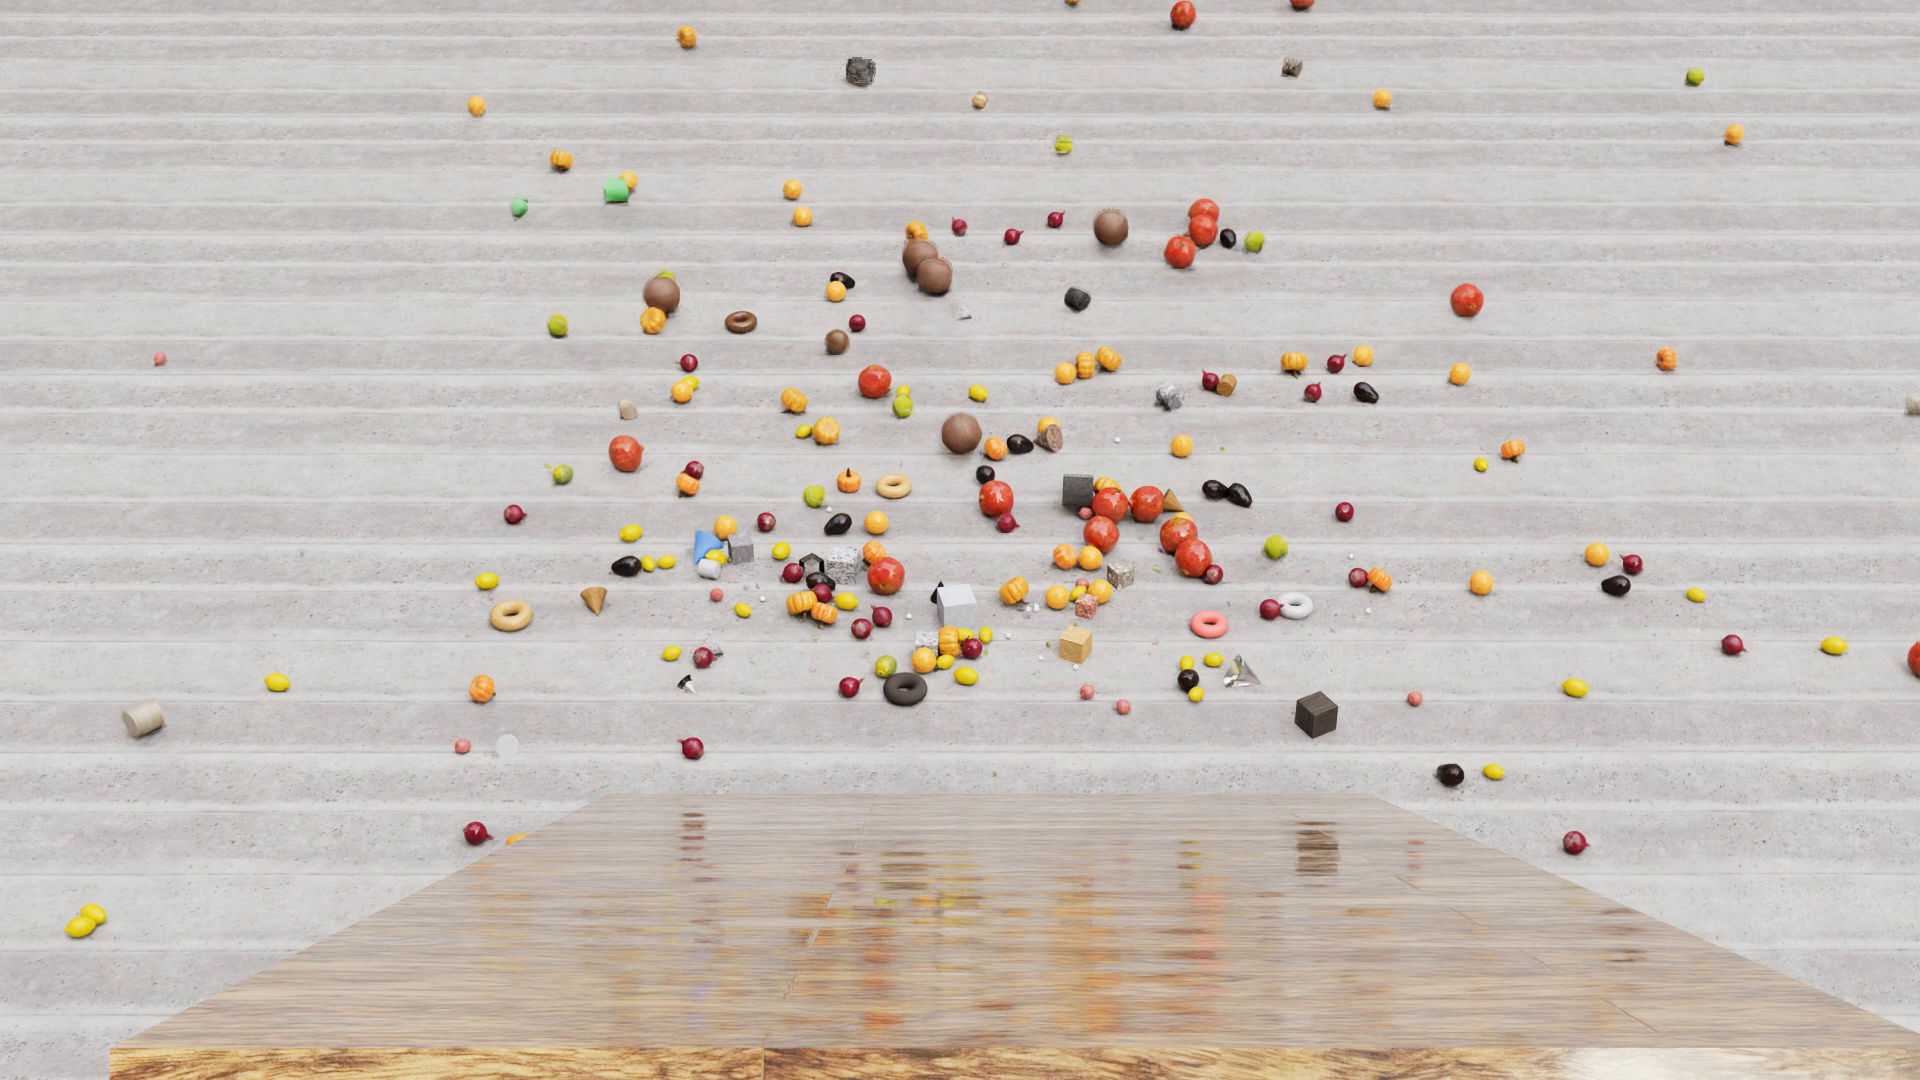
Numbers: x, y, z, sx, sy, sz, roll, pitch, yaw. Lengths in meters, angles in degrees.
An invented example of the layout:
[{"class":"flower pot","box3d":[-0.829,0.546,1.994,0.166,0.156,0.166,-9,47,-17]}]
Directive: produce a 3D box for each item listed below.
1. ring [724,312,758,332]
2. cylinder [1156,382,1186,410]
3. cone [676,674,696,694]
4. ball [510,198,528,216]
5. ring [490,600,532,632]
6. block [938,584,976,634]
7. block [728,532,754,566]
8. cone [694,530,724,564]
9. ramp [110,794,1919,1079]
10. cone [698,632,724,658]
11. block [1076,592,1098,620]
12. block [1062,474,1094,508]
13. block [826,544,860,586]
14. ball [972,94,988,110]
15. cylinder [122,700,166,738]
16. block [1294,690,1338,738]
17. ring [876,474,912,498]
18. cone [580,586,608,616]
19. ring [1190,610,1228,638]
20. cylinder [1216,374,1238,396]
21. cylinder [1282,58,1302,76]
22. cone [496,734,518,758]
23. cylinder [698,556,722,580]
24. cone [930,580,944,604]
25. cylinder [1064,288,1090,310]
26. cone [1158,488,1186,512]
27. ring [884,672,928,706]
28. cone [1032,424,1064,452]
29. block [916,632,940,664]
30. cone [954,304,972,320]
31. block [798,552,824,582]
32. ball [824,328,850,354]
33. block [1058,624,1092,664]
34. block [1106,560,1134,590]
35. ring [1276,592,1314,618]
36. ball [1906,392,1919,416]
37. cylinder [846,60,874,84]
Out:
[{"class":"ring","box3d":[-0.758,-0.755,8.989,0.115,0.038,0.115,-1,34,1]},{"class":"cylinder","box3d":[0.694,-0.473,8.553,0.067,0.067,0.067,-22,40,-28]},{"class":"cone","box3d":[-0.760,0.415,7.304,0.052,0.052,0.052,46,51,14]},{"class":"ball","box3d":[-1.642,-1.238,9.666,0.063,0.063,0.063,0,35,0]},{"class":"ring","box3d":[-1.309,0.220,7.572,0.126,0.042,0.126,-1,36,0]},{"class":"block","box3d":[-0.009,0.199,7.552,0.096,0.096,0.096,-7,35,-10]},{"class":"block","box3d":[-0.661,0.026,7.831,0.066,0.066,0.066,-9,36,-13]},{"class":"cone","box3d":[-0.781,0.038,7.834,0.098,0.098,0.098,18,65,24]},{"class":"ramp","box3d":[0.076,0.659,4.817,2.000,0.100,4.000,0,-2,0]},{"class":"cone","box3d":[-0.726,0.316,7.440,0.072,0.072,0.072,-37,42,-3]},{"class":"block","box3d":[0.371,0.194,7.601,0.050,0.050,0.050,15,37,21]},{"class":"block","box3d":[0.366,-0.154,8.040,0.092,0.092,0.092,3,6,4]},{"class":"block","box3d":[-0.346,0.075,7.744,0.083,0.083,0.083,7,35,9]},{"class":"ball","box3d":[0.077,-1.762,10.427,0.063,0.063,0.063,0,35,0]},{"class":"cylinder","box3d":[-2.245,0.492,7.142,0.081,0.081,0.081,29,44,35]},{"class":"block","box3d":[0.982,0.481,7.157,0.081,0.081,0.081,-18,39,-24]},{"class":"ring","box3d":[-0.208,-0.170,8.140,0.114,0.038,0.114,-1,34,1]},{"class":"cone","box3d":[-1.068,0.191,7.619,0.080,0.080,0.080,-8,62,-11]},{"class":"ring","box3d":[0.724,0.244,7.541,0.110,0.037,0.110,0,36,0]},{"class":"cylinder","box3d":[0.886,-0.515,8.625,0.055,0.055,0.055,12,39,17]},{"class":"cylinder","box3d":[1.367,-1.948,10.693,0.066,0.066,0.066,16,38,22]},{"class":"cone","box3d":[-1.243,0.558,7.093,0.063,0.063,0.063,-14,10,-19]},{"class":"cylinder","box3d":[-0.749,0.085,7.757,0.053,0.053,0.053,31,42,11]},{"class":"cone","box3d":[-0.057,0.146,7.658,0.065,0.065,0.065,0,35,0]},{"class":"cylinder","box3d":[0.410,-0.843,9.092,0.065,0.065,0.065,26,42,32]},{"class":"cone","box3d":[0.665,-0.108,8.052,0.079,0.079,0.079,30,37,-4]},{"class":"ring","box3d":[-0.153,0.418,7.285,0.125,0.042,0.125,0,36,0]},{"class":"cone","box3d":[0.269,-0.323,8.359,0.091,0.091,0.091,-9,25,37]},{"class":"block","box3d":[-0.093,0.306,7.426,0.064,0.064,0.064,2,35,3]},{"class":"cone","box3d":[0.001,-0.783,9.041,0.056,0.056,0.056,-37,42,-3]},{"class":"block","box3d":[-0.443,0.080,7.763,0.053,0.053,0.053,-29,44,-35]},{"class":"ball","box3d":[-0.419,-0.676,8.834,0.084,0.084,0.084,0,35,0]},{"class":"block","box3d":[0.331,0.299,7.429,0.072,0.072,0.072,16,38,21]},{"class":"block","box3d":[0.478,0.103,7.726,0.058,0.058,0.058,-18,39,-25]},{"class":"ring","box3d":[0.981,0.192,7.616,0.110,0.037,0.110,0,33,0]},{"class":"ball","box3d":[3.141,-0.447,8.508,0.076,0.076,0.076,0,35,0]},{"class":"cylinder","box3d":[-0.410,-1.918,10.627,0.092,0.092,0.092,8,35,12]}]
